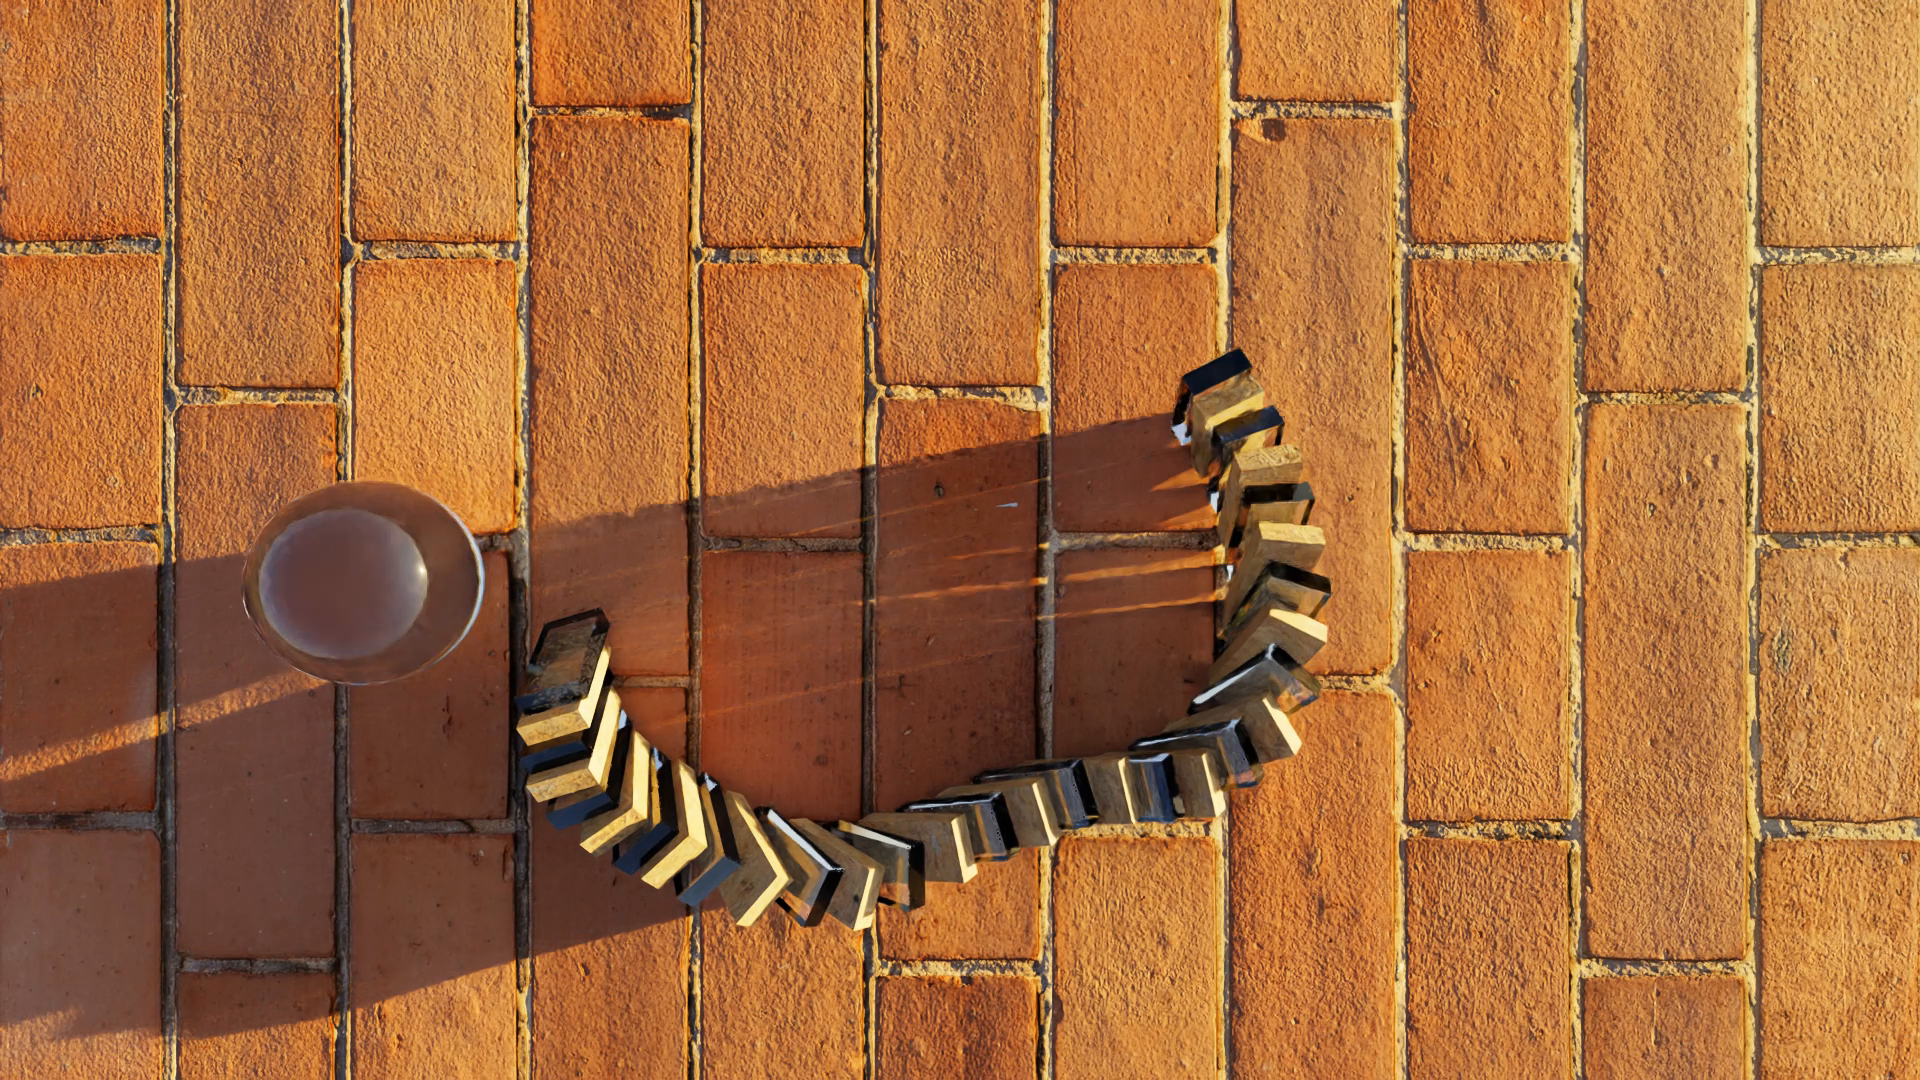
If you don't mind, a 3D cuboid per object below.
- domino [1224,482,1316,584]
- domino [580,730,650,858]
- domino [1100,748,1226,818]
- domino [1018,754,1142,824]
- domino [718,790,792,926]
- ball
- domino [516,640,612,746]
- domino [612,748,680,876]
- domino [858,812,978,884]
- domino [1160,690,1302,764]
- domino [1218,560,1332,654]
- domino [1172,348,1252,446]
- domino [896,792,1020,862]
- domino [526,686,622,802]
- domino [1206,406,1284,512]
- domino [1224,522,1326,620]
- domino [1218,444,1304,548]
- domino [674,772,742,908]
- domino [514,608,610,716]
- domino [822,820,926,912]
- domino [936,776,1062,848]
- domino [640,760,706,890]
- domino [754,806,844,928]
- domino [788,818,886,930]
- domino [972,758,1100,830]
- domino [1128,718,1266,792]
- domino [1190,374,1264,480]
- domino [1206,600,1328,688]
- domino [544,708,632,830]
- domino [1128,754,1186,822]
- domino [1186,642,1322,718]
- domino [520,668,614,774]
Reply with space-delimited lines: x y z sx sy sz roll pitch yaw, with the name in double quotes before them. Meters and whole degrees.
"domino" 0.127 -0.002 0.378 0.025 0.050 0.010 -4 49 0
"domino" -0.141 0.103 0.376 0.025 0.050 0.010 -35 121 0
"domino" 0.082 0.101 0.381 0.050 0.010 0.025 -13 90 38
"domino" 0.049 0.104 0.382 0.050 0.010 0.025 -13 90 36
"domino" -0.091 0.131 0.380 0.025 0.010 0.050 -49 48 1
"ball" -0.231 0.017 0.360 0.080 0.080 0.080 0 90 0
"domino" -0.161 0.060 0.376 0.025 0.050 0.009 -17 122 0
"domino" -0.130 0.110 0.376 0.025 0.050 0.009 -42 121 0
"domino" -0.018 0.128 0.382 0.050 0.009 0.025 -12 90 35
"domino" 0.112 0.082 0.380 0.050 0.009 0.025 -30 91 39
"domino" 0.129 0.032 0.379 0.025 0.010 0.050 17 134 0
"domino" 0.102 -0.058 0.375 0.025 0.050 0.010 -26 71 0
"domino" -0.001 0.121 0.382 0.050 0.009 0.025 -17 90 34
"domino" -0.157 0.082 0.376 0.025 0.050 0.010 -16 122 0
"domino" 0.116 -0.032 0.376 0.025 0.050 0.010 -19 58 0
"domino" 0.129 0.014 0.379 0.025 0.050 0.010 5 46 0
"domino" 0.123 -0.018 0.377 0.025 0.050 0.010 -9 53 0
"domino" -0.107 0.122 0.377 0.025 0.050 0.009 -42 126 0
"domino" -0.162 0.049 0.376 0.025 0.050 0.009 -17 122 0
"domino" -0.036 0.134 0.380 0.050 0.009 0.025 -1 90 40
"domino" 0.015 0.115 0.382 0.050 0.009 0.025 -17 90 35
"domino" -0.119 0.115 0.376 0.025 0.050 0.009 -42 121 0
"domino" -0.072 0.135 0.381 0.050 0.009 0.025 24 90 38
"domino" -0.055 0.138 0.381 0.050 0.010 0.025 15 91 39
"domino" 0.031 0.107 0.382 0.050 0.009 0.025 -17 90 35
"domino" 0.098 0.092 0.381 0.050 0.010 0.025 -23 90 39
"domino" 0.109 -0.045 0.376 0.025 0.050 0.010 -26 64 0
"domino" 0.126 0.049 0.380 0.025 0.009 0.050 26 132 0
"domino" -0.151 0.093 0.376 0.025 0.050 0.009 -21 121 0
"domino" 0.066 0.103 0.381 0.050 0.010 0.025 -13 90 37
"domino" 0.121 0.066 0.380 0.025 0.009 0.050 41 131 0
"domino" -0.160 0.072 0.376 0.025 0.050 0.010 -17 122 0
